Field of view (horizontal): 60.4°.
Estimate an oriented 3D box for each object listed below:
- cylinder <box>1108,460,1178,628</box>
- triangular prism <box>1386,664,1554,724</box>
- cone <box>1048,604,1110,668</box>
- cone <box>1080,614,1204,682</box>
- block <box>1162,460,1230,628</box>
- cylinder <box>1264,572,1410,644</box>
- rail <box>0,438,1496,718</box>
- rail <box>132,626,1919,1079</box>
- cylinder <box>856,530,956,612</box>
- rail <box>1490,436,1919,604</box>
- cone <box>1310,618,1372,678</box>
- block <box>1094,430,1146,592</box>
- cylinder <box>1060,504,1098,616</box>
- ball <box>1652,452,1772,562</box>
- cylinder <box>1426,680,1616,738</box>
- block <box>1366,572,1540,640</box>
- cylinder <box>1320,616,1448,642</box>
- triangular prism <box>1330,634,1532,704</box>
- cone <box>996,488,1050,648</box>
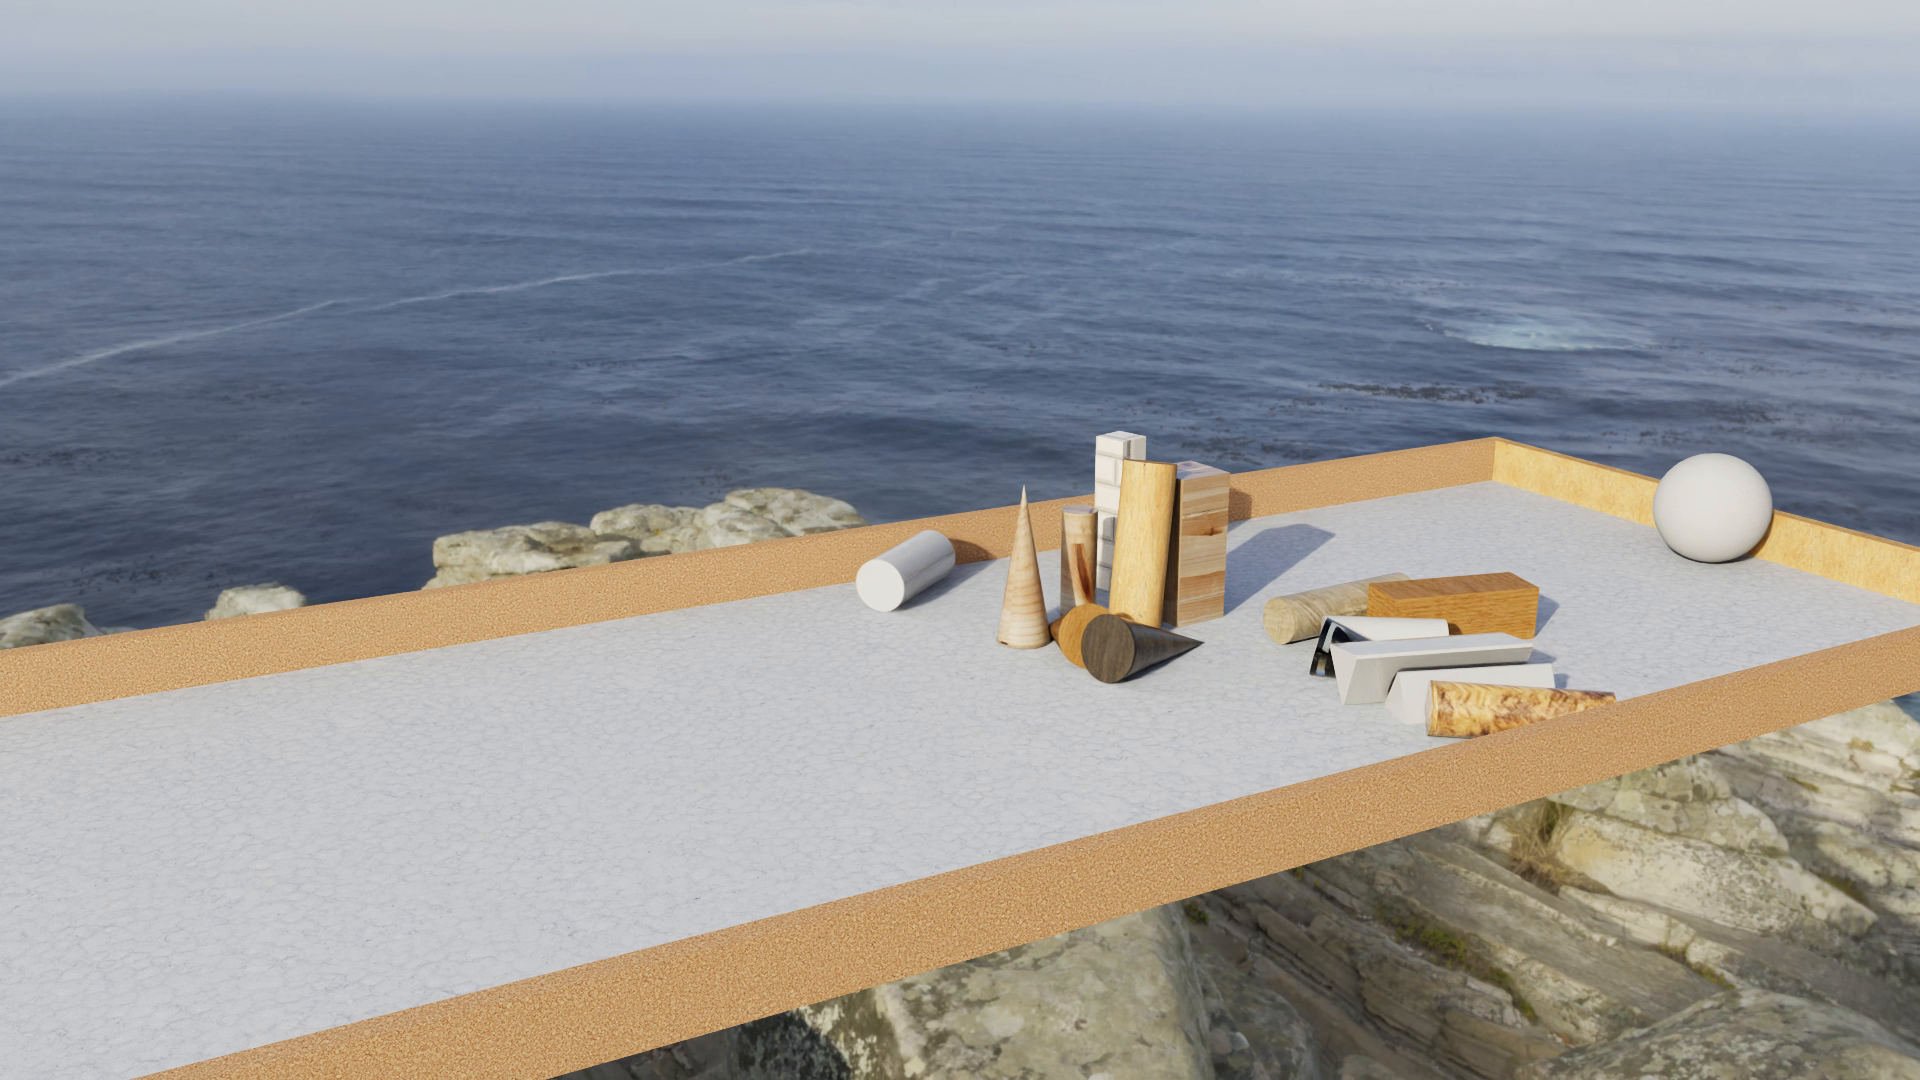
[{"bbox_3d":[0.489,0.019,4.440,0.145,0.460,0.145,5,6,-1],"label":"cylinder"},{"bbox_3d":[1.228,0.356,3.945,0.385,0.107,0.123,-3,17,-8],"label":"triangular prism"},{"bbox_3d":[0.284,0.242,4.388,0.166,0.166,0.327,-5,3,-17],"label":"cone"},{"bbox_3d":[0.513,0.273,4.274,0.410,0.173,0.173,1,11,-45],"label":"cone"},{"bbox_3d":[0.624,0.009,4.584,0.164,0.418,0.164,-10,19,-31],"label":"block"},{"bbox_3d":[1.042,0.184,4.508,0.445,0.125,0.125,-9,19,-29],"label":"cylinder"},{"bbox_3d":[-3.305,0.497,3.399,12.000,0.150,0.050,-9,18,-27],"label":"rail"},{"bbox_3d":[-2.336,1.006,1.665,12.000,0.150,0.050,-9,18,-27],"label":"rail"},{"bbox_3d":[-0.154,0.087,4.786,0.153,0.153,0.333,8,18,24],"label":"cylinder"},{"bbox_3d":[2.466,-0.048,5.253,0.050,0.150,2.100,-9,18,-27],"label":"rail"},{"bbox_3d":[1.082,0.323,4.122,0.381,0.153,0.153,17,21,16],"label":"cone"},{"bbox_3d":[0.465,-0.080,4.820,0.102,0.456,0.102,-15,22,-41],"label":"block"},{"bbox_3d":[0.331,0.063,4.592,0.101,0.309,0.101,0,16,0],"label":"cylinder"},{"bbox_3d":[2.322,-0.100,5.093,0.339,0.339,0.339,0,16,0],"label":"ball"},{"bbox_3d":[1.280,0.398,3.776,0.401,0.128,0.128,3,17,10],"label":"cylinder"},{"bbox_3d":[1.326,0.191,4.448,0.424,0.144,0.144,-4,17,-13],"label":"block"},{"bbox_3d":[1.101,0.256,4.285,0.309,0.112,0.112,1,16,5],"label":"cylinder"},{"bbox_3d":[1.152,0.291,4.005,0.455,0.154,0.133,-3,-22,-11],"label":"triangular prism"},{"bbox_3d":[0.170,0.060,4.380,0.148,0.433,0.148,0,16,0],"label":"cone"}]
